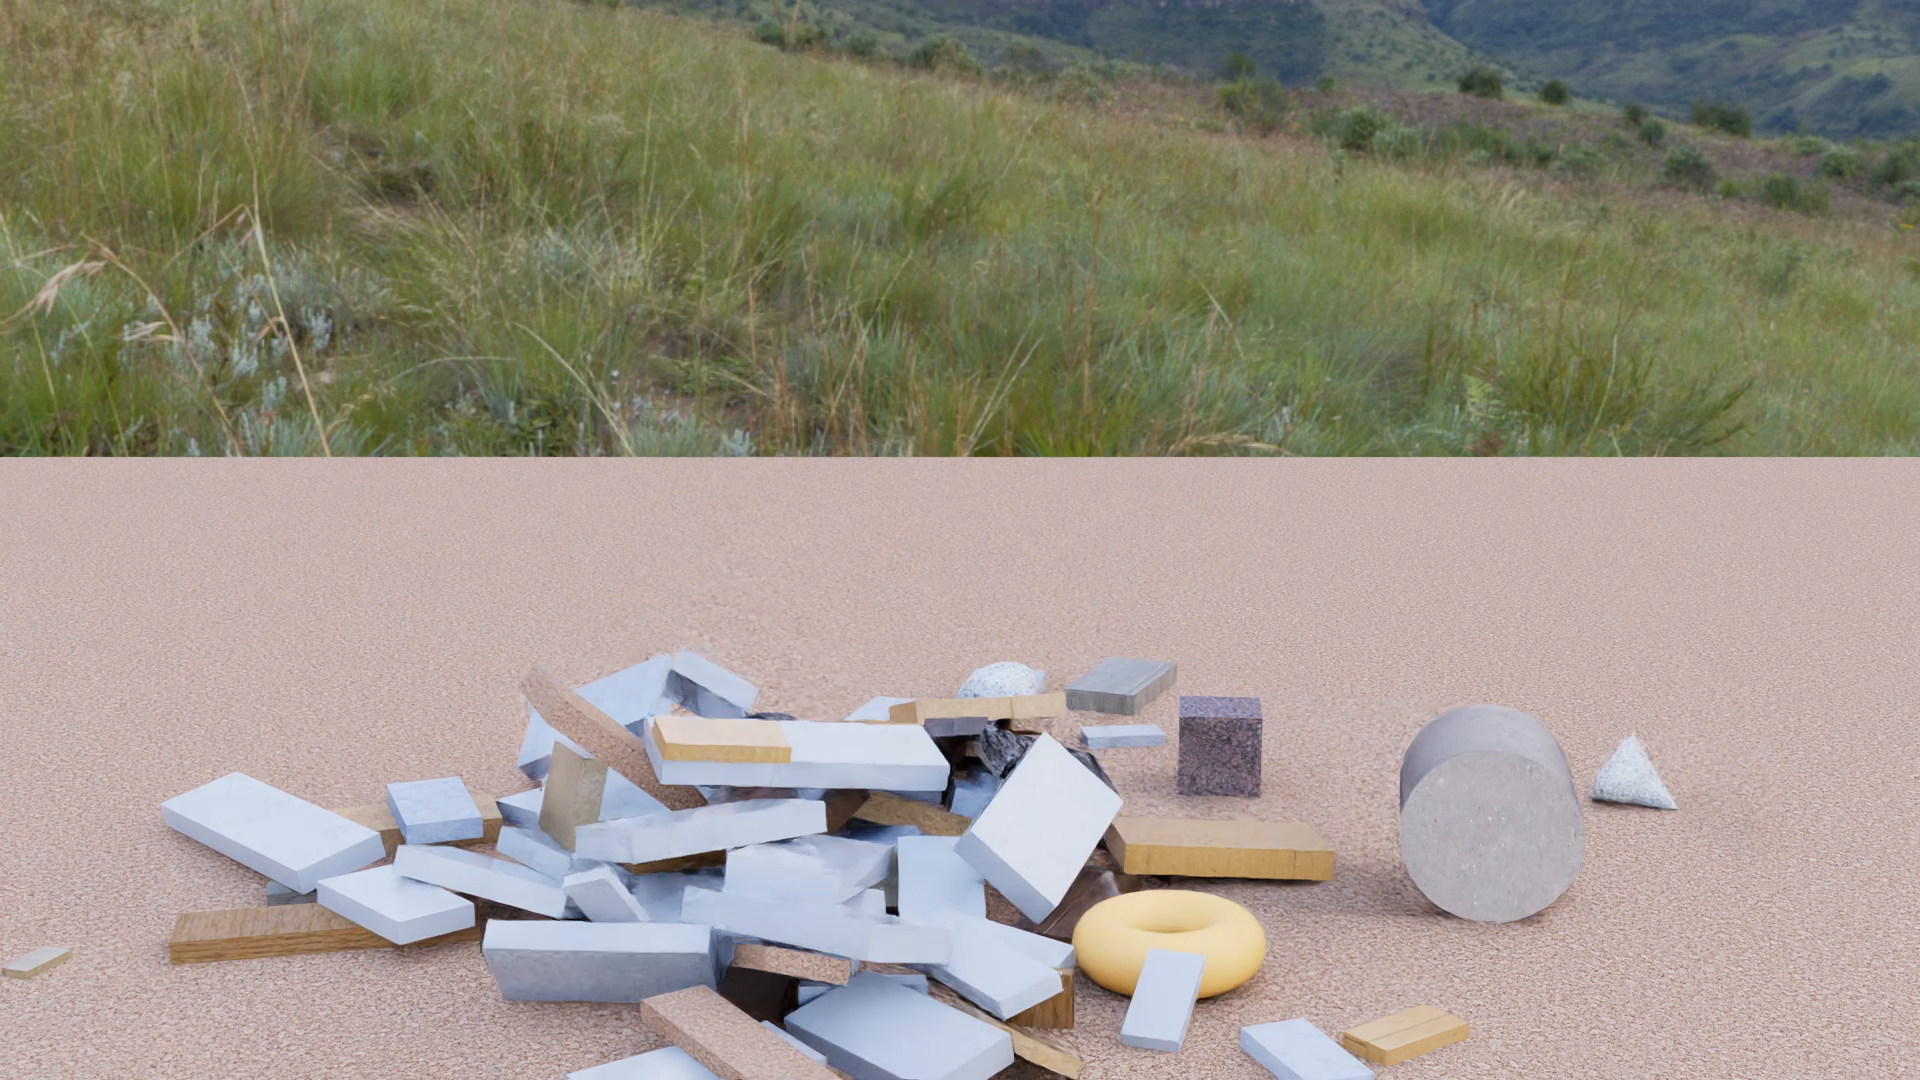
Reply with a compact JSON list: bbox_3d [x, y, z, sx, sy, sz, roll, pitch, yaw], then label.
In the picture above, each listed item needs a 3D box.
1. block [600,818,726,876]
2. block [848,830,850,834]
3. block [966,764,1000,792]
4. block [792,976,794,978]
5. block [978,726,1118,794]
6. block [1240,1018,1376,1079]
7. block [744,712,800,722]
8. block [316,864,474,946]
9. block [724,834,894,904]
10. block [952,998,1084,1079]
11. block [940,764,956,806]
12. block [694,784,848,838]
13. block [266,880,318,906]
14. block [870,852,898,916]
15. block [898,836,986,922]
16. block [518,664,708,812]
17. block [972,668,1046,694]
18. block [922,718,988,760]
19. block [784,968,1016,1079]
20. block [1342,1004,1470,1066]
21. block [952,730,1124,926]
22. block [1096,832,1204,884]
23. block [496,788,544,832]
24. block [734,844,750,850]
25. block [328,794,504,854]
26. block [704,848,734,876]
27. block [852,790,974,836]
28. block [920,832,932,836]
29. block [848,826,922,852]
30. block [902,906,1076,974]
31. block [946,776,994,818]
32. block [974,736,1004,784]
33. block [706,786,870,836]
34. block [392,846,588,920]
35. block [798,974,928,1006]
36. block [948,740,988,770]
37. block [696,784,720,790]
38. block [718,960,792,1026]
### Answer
[{"bbox_3d":[-0.499,0.498,3.619,0.149,0.042,0.299,-4,3,-22],"label":"block"},{"bbox_3d":[-0.260,0.534,3.919,0.135,0.019,0.067,3,11,14],"label":"block"},{"bbox_3d":[0.073,0.443,4.033,0.101,0.029,0.203,15,-3,-6],"label":"block"},{"bbox_3d":[-0.223,0.641,3.351,0.056,0.016,0.112,3,11,17],"label":"block"},{"bbox_3d":[0.151,0.390,3.796,0.229,0.033,0.115,18,21,-28],"label":"block"},{"bbox_3d":[0.469,0.704,2.980,0.098,0.028,0.196,-4,11,-19],"label":"block"},{"bbox_3d":[-0.283,0.412,4.175,0.307,0.043,0.153,26,14,34],"label":"block"},{"bbox_3d":[-0.889,0.572,3.460,0.130,0.037,0.260,-8,13,-43],"label":"block"},{"bbox_3d":[-0.228,0.503,3.399,0.174,0.049,0.348,7,0,11],"label":"block"},{"bbox_3d":[0.075,0.679,2.998,0.092,0.026,0.184,30,-9,-36],"label":"block"},{"bbox_3d":[-0.120,0.427,3.987,0.207,0.103,0.029,16,32,3],"label":"block"},{"bbox_3d":[-0.415,0.508,3.866,0.420,0.044,0.156,7,30,32],"label":"block"},{"bbox_3d":[-1.078,0.582,3.656,0.140,0.020,0.070,-3,11,-14],"label":"block"},{"bbox_3d":[-0.177,0.561,3.596,0.270,0.038,0.135,3,31,17],"label":"block"},{"bbox_3d":[-0.030,0.565,3.478,0.135,0.038,0.270,0,29,-2],"label":"block"},{"bbox_3d":[-0.574,0.338,3.645,0.328,0.046,0.164,41,-4,-33],"label":"block"},{"bbox_3d":[0.091,0.345,4.863,0.160,0.045,0.319,2,11,9],"label":"block"},{"bbox_3d":[-0.018,0.386,4.193,0.115,0.033,0.461,-1,-12,-3],"label":"block"},{"bbox_3d":[-0.086,0.678,2.987,0.152,0.043,0.304,-25,23,-36],"label":"block"},{"bbox_3d":[0.622,0.690,3.067,0.165,0.023,0.082,-8,13,-35],"label":"block"},{"bbox_3d":[0.132,0.462,3.569,0.179,0.051,0.358,42,30,2],"label":"block"},{"bbox_3d":[0.323,0.549,3.833,0.068,0.019,0.256,-5,11,-28],"label":"block"},{"bbox_3d":[-0.722,0.488,4.119,0.131,0.037,0.263,9,14,39],"label":"block"},{"bbox_3d":[-0.398,0.487,3.678,0.135,0.068,0.019,-15,-32,42],"label":"block"},{"bbox_3d":[-0.991,0.514,3.956,0.312,0.044,0.156,-4,11,-19],"label":"block"},{"bbox_3d":[-0.339,0.569,3.540,0.270,0.038,0.135,8,36,36],"label":"block"},{"bbox_3d":[-0.074,0.481,3.844,0.309,0.044,0.154,14,-3,-4],"label":"block"},{"bbox_3d":[-0.060,0.538,3.736,0.176,0.025,0.088,7,31,39],"label":"block"},{"bbox_3d":[-0.150,0.523,3.752,0.088,0.025,0.175,-35,14,-35],"label":"block"},{"bbox_3d":[0.043,0.621,3.278,0.233,0.033,0.117,11,31,30],"label":"block"},{"bbox_3d":[0.059,0.470,3.902,0.154,0.044,0.309,15,-3,-1],"label":"block"},{"bbox_3d":[0.107,0.416,3.912,0.101,0.029,0.202,19,12,-26],"label":"block"},{"bbox_3d":[-0.317,0.460,3.739,0.309,0.044,0.154,-5,25,40],"label":"block"},{"bbox_3d":[-0.735,0.549,3.537,0.312,0.044,0.156,11,-4,19],"label":"block"},{"bbox_3d":[-0.141,0.654,3.197,0.184,0.026,0.092,0,-3,-3],"label":"block"},{"bbox_3d":[0.044,0.410,4.143,0.101,0.029,0.203,6,-13,-9],"label":"block"},{"bbox_3d":[-0.462,0.457,4.019,0.263,0.131,0.037,8,39,36],"label":"block"},{"bbox_3d":[-0.300,0.660,3.178,0.092,0.026,0.184,7,13,2],"label":"block"}]
